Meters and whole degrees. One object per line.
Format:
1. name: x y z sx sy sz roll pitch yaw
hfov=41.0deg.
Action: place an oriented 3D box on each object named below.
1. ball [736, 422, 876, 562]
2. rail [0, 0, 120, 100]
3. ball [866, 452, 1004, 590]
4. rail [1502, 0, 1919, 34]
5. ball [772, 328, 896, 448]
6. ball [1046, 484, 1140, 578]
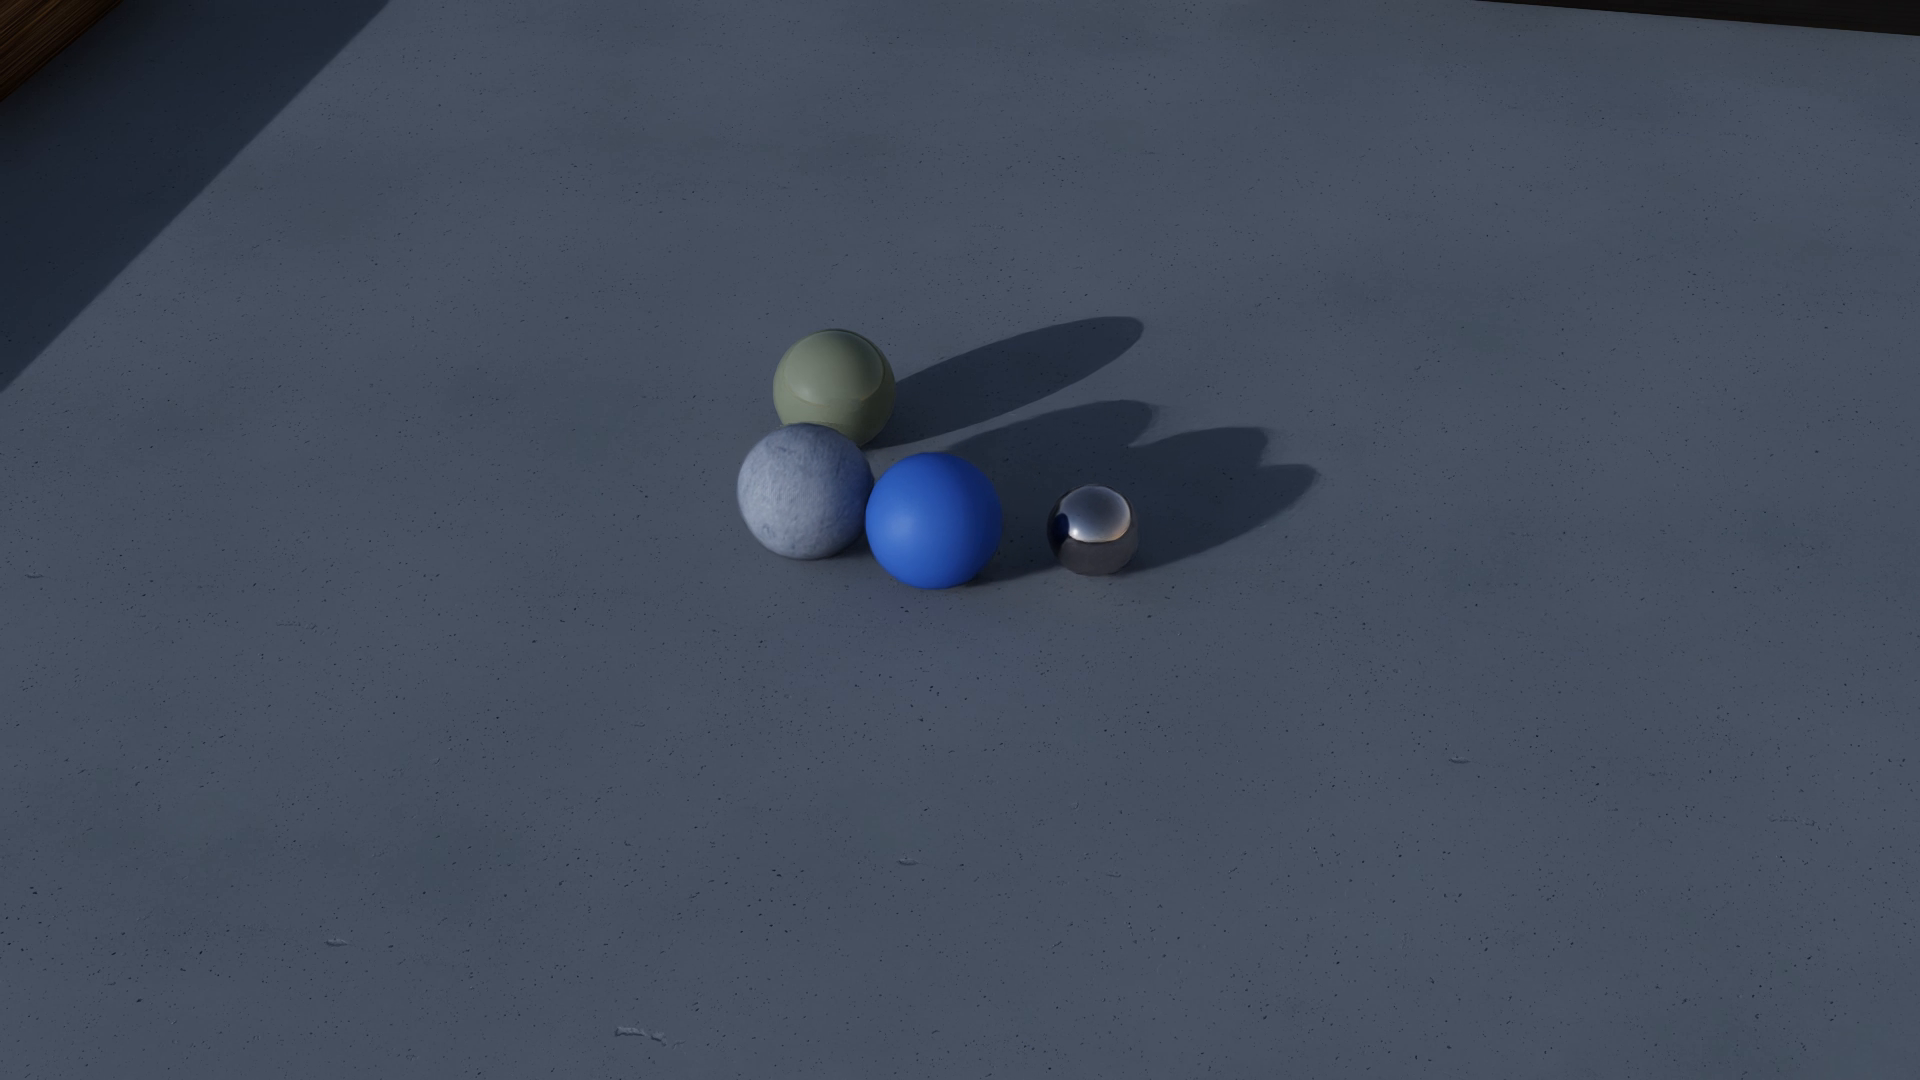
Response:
1. ball: -0.109 -0.034 1.821 0.098 0.098 0.098 0 35 0
2. rail: -1.026 -0.136 1.941 0.045 0.128 2.299 7 35 10
3. ball: -0.018 -0.013 1.792 0.097 0.097 0.097 0 35 0
4. rail: 1.280 -0.514 2.489 4.288 0.128 0.045 7 35 10
5. ball: -0.095 -0.113 1.939 0.094 0.094 0.094 0 35 0
6. ball: 0.094 -0.007 1.809 0.066 0.066 0.066 0 35 0
